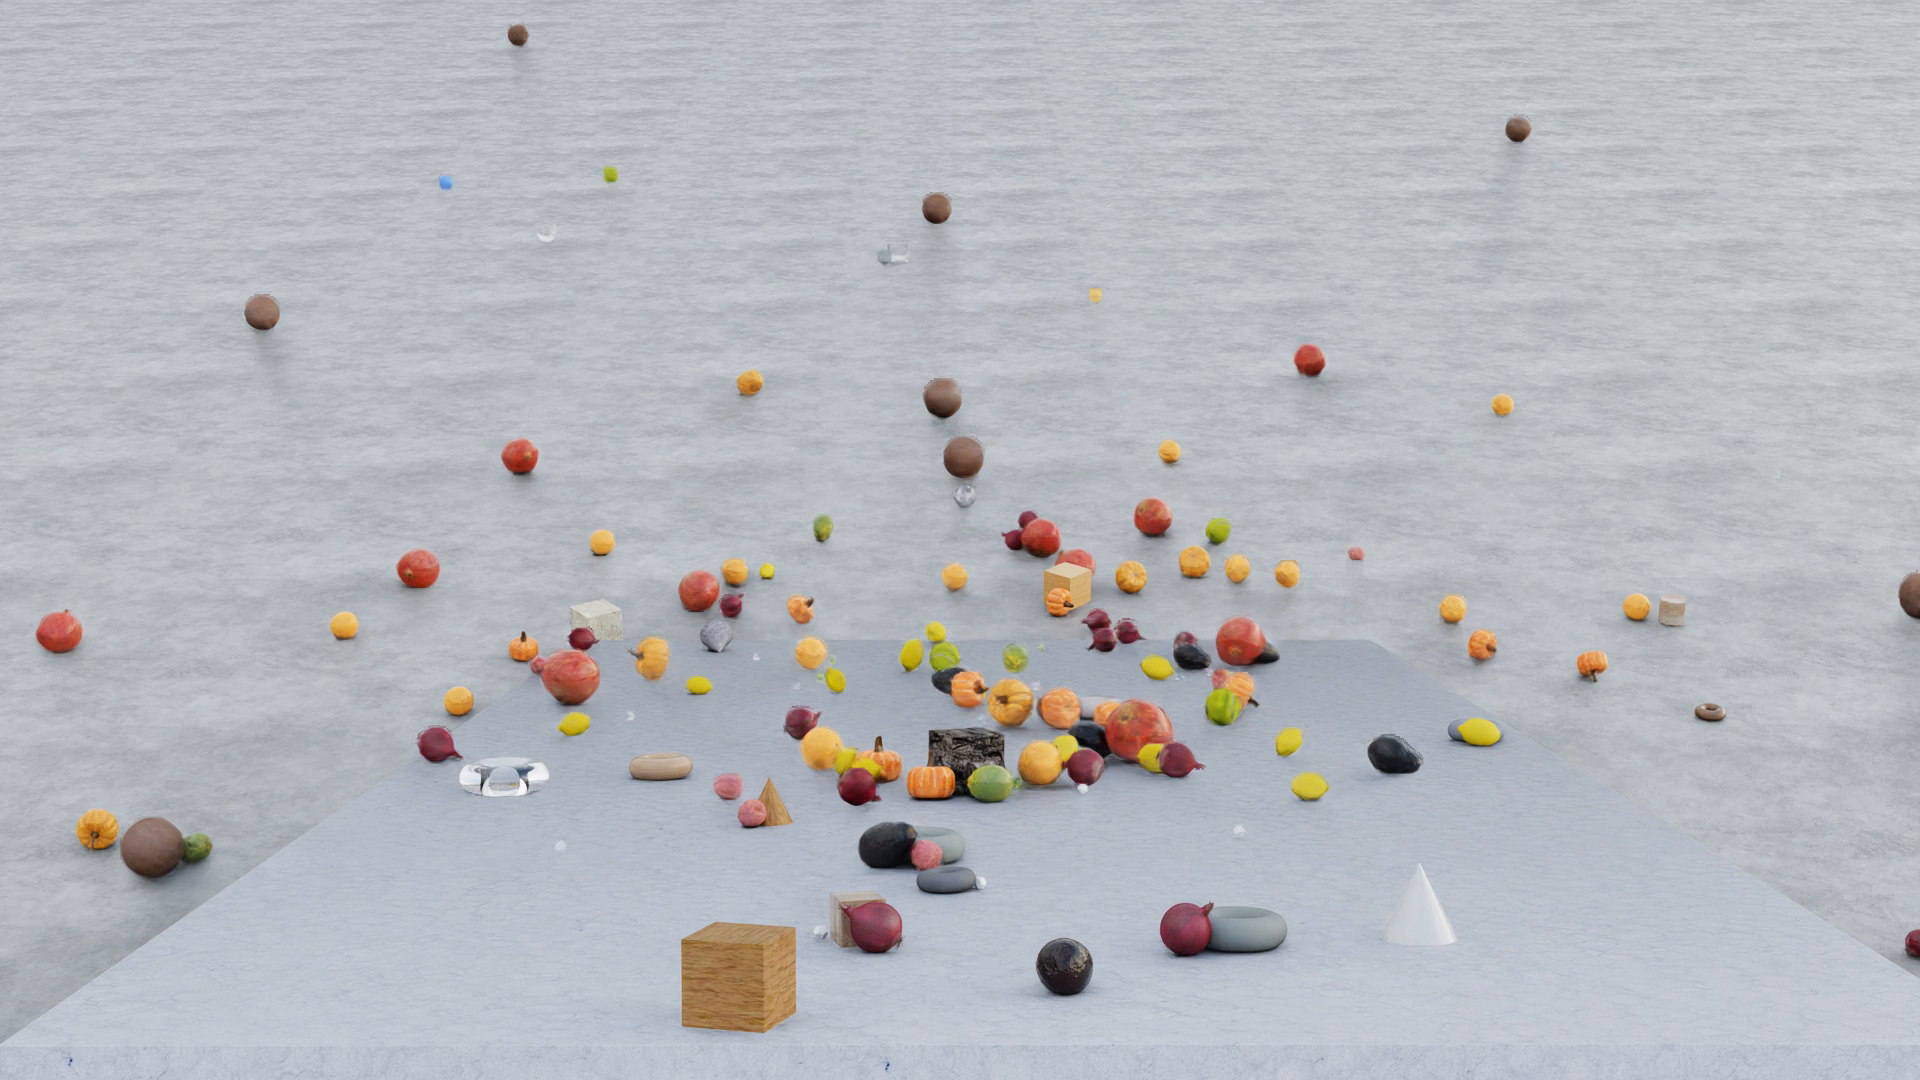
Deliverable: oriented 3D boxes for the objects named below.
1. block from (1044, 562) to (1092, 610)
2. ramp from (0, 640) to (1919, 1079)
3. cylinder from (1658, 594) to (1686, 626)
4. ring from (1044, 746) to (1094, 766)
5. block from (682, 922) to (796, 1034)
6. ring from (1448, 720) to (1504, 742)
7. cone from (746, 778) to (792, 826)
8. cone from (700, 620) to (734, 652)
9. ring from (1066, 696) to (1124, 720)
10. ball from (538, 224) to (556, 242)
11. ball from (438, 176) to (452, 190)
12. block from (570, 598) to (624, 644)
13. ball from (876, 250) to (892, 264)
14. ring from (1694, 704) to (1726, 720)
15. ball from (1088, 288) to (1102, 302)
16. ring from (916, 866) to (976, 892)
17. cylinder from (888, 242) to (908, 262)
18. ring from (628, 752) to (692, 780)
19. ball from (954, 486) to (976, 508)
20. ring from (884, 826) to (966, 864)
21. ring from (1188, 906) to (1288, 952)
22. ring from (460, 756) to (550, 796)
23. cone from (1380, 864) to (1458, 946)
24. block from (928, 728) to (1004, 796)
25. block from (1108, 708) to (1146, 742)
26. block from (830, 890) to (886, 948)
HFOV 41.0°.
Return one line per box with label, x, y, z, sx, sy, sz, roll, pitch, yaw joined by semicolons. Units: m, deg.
block;0.294;0.126;7.021;0.092;0.092;0.092;17;26;39
ramp;0.047;0.426;4.533;2.000;0.100;4.000;0;3;0
cylinder;1.909;0.188;6.886;0.068;0.068;0.068;0;20;0
ring;0.187;0.370;4.401;0.087;0.029;0.087;-1;3;0
block;-0.226;0.447;2.633;0.090;0.090;0.090;1;4;17
ring;0.944;0.349;4.697;0.103;0.034;0.103;1;2;0
cone;-0.283;0.386;3.818;0.068;0.068;0.068;0;3;0
cone;-0.589;0.253;6.257;0.083;0.083;0.083;-3;30;-8
ring;0.264;0.327;5.021;0.112;0.037;0.112;-4;2;0
ball;-1.761;-1.308;10.949;0.075;0.075;0.075;0;20;0
ball;-2.386;-1.657;11.914;0.065;0.065;0.065;0;20;0
block;-0.954;0.226;6.738;0.099;0.099;0.099;-14;25;-34
ball;-0.311;-1.164;10.575;0.062;0.062;0.062;0;20;0
ring;1.844;0.423;6.311;0.075;0.025;0.075;0;19;0
ball;0.526;-0.955;10.021;0.051;0.051;0.051;0;20;0
ring;-0.018;0.438;3.309;0.077;0.026;0.077;-3;1;0
cylinder;-0.258;-1.194;10.634;0.077;0.077;0.077;1;20;5
ring;-0.496;0.376;4.260;0.106;0.035;0.106;-1;4;0
ball;0.015;-0.131;7.756;0.067;0.067;0.067;0;20;0
ring;-0.048;0.419;3.523;0.114;0.038;0.114;0;5;0
ring;0.322;0.452;2.983;0.115;0.038;0.115;0;2;0
ring;-0.730;0.379;4.113;0.143;0.048;0.143;0;5;0
cone;0.540;0.423;3.020;0.090;0.090;0.090;0;3;0
block;0.010;0.355;4.128;0.092;0.092;0.092;-2;4;-25
block;0.305;0.339;4.710;0.052;0.052;0.052;2;4;30
block;-0.119;0.443;3.001;0.054;0.054;0.054;-1;4;-16
